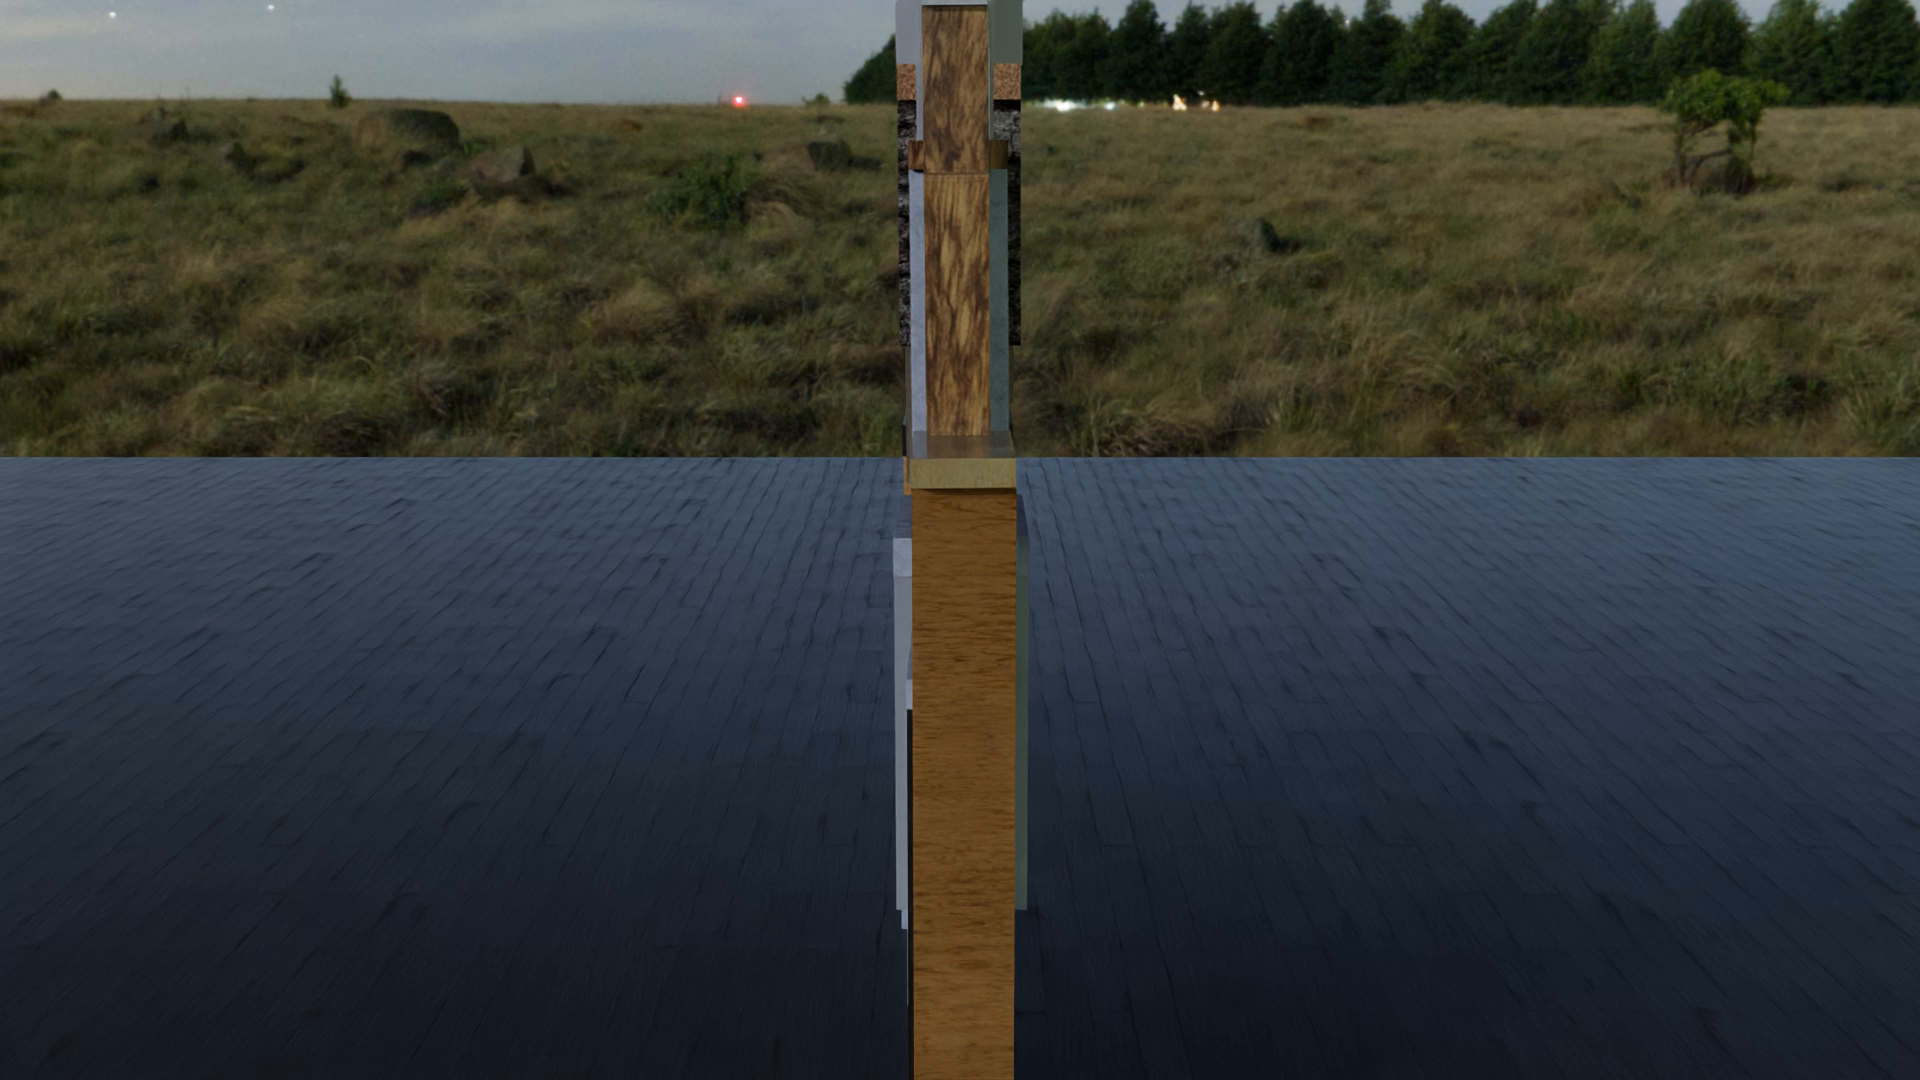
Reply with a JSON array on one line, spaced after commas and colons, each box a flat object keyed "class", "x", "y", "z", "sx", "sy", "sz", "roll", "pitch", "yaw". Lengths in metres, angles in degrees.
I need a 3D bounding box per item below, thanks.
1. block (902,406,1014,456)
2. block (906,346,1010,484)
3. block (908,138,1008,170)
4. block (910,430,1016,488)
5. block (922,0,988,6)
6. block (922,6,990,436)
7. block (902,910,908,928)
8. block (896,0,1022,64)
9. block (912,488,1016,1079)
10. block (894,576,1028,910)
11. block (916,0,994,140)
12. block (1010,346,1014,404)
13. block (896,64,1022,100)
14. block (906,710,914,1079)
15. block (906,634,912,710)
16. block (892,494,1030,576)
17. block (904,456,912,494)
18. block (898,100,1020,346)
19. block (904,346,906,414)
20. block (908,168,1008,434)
[{"class": "block", "x": -0.002, "y": -0.186, "z": 3.578, "sx": 0.172, "sy": 0.049, "sz": 0.344, "roll": 0, "pitch": 11, "yaw": 0}, {"class": "block", "x": -0.004, "y": -0.286, "z": 3.350, "sx": 0.157, "sy": 0.396, "sz": 0.044, "roll": 0, "pitch": 10, "yaw": 0}, {"class": "block", "x": -0.002, "y": -0.474, "z": 2.695, "sx": 0.117, "sy": 0.033, "sz": 0.234, "roll": 0, "pitch": 11, "yaw": 0}, {"class": "block", "x": 0.003, "y": -0.094, "z": 2.522, "sx": 0.116, "sy": 0.033, "sz": 0.232, "roll": -1, "pitch": 10, "yaw": 0}, {"class": "block", "x": -0.006, "y": -0.629, "z": 2.558, "sx": 0.075, "sy": 0.021, "sz": 0.150, "roll": 0, "pitch": 10, "yaw": 1}, {"class": "block", "x": -0.004, "y": -0.367, "z": 2.554, "sx": 0.075, "sy": 0.492, "sz": 0.021, "roll": -1, "pitch": 10, "yaw": 0}, {"class": "block", "x": -0.003, "y": 0.439, "z": 3.499, "sx": 0.180, "sy": 0.360, "sz": 0.051, "roll": 0, "pitch": 11, "yaw": 0}, {"class": "block", "x": -0.002, "y": -0.850, "z": 2.847, "sx": 0.165, "sy": 0.461, "sz": 0.047, "roll": 0, "pitch": 11, "yaw": 0}, {"class": "block", "x": 0.005, "y": 0.362, "z": 2.527, "sx": 0.116, "sy": 0.865, "sz": 0.033, "roll": 0, "pitch": 10, "yaw": 0}, {"class": "block", "x": 0.002, "y": 0.261, "z": 2.905, "sx": 0.174, "sy": 0.458, "sz": 0.049, "roll": 0, "pitch": 10, "yaw": 0}, {"class": "block", "x": -0.007, "y": -0.629, "z": 2.669, "sx": 0.094, "sy": 0.282, "sz": 0.027, "roll": 0, "pitch": 11, "yaw": 0}, {"class": "block", "x": 0.000, "y": -0.407, "z": 3.659, "sx": 0.178, "sy": 0.355, "sz": 0.050, "roll": 0, "pitch": 10, "yaw": 0}, {"class": "block", "x": -0.001, "y": -0.612, "z": 2.954, "sx": 0.158, "sy": 0.045, "sz": 0.317, "roll": 0, "pitch": 11, "yaw": 0}, {"class": "block", "x": 0.001, "y": 0.481, "z": 2.618, "sx": 0.124, "sy": 0.598, "sz": 0.035, "roll": 0, "pitch": 10, "yaw": 0}, {"class": "block", "x": 0.001, "y": 0.155, "z": 2.642, "sx": 0.124, "sy": 0.035, "sz": 0.248, "roll": 0, "pitch": 10, "yaw": 0}, {"class": "block", "x": 0.002, "y": -0.009, "z": 2.973, "sx": 0.174, "sy": 0.049, "sz": 0.347, "roll": 0, "pitch": 10, "yaw": 0}, {"class": "block", "x": -0.003, "y": 0.028, "z": 3.501, "sx": 0.172, "sy": 0.344, "sz": 0.049, "roll": 0, "pitch": 11, "yaw": 0}, {"class": "block", "x": -0.001, "y": -0.415, "z": 2.882, "sx": 0.158, "sy": 0.317, "sz": 0.045, "roll": 0, "pitch": 10, "yaw": 0}, {"class": "block", "x": -0.012, "y": -0.406, "z": 3.901, "sx": 0.178, "sy": 0.451, "sz": 0.050, "roll": 0, "pitch": 11, "yaw": 0}, {"class": "block", "x": 0.000, "y": -0.160, "z": 2.673, "sx": 0.117, "sy": 0.574, "sz": 0.033, "roll": 0, "pitch": 10, "yaw": 0}]
